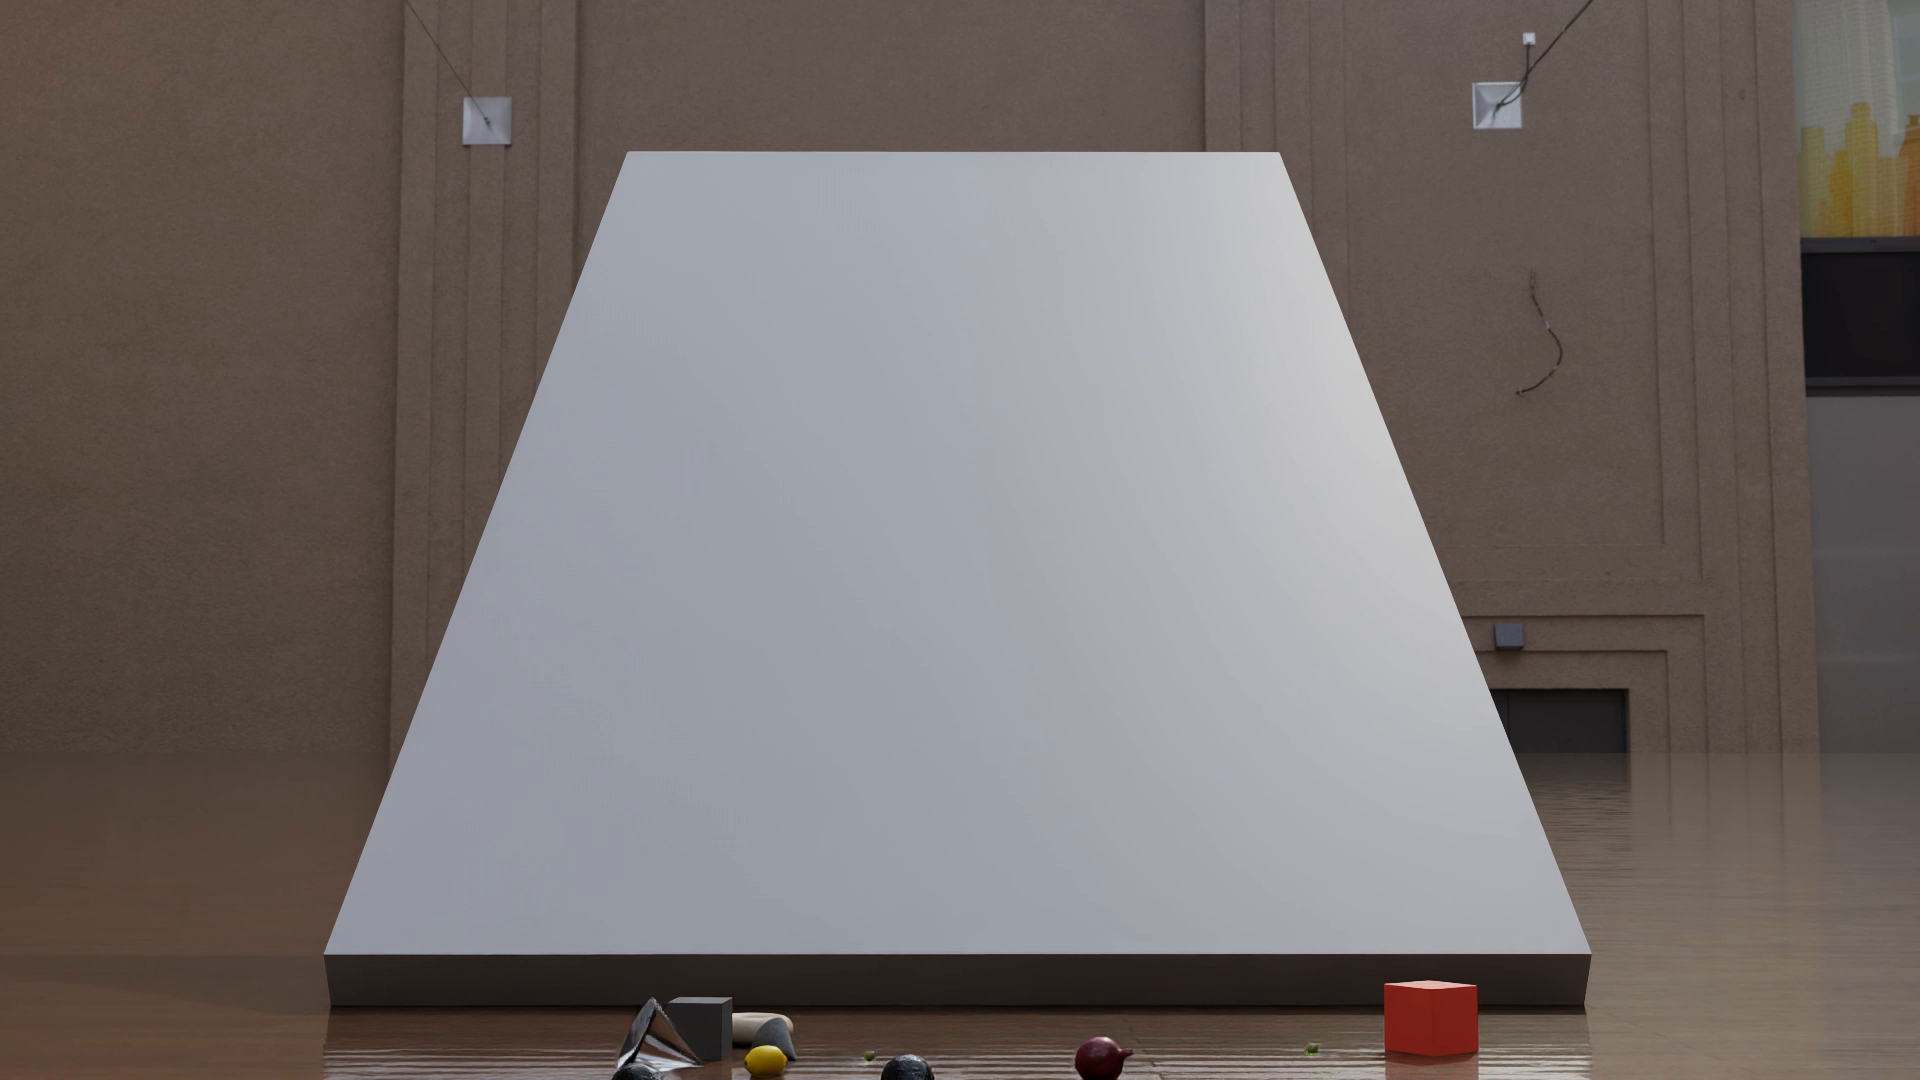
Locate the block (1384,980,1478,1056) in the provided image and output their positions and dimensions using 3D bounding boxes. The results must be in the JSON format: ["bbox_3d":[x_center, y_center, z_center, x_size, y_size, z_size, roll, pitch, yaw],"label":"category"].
[{"bbox_3d":[0.639,0.648,3.228,0.088,0.088,0.088,4,-6,-36],"label":"block"}]

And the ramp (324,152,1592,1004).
[{"bbox_3d":[-0.011,-0.225,5.548,2.000,0.100,4.000,0,27,0],"label":"ramp"}]

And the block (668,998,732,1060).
[{"bbox_3d":[-0.346,0.650,3.169,0.073,0.073,0.073,0,-5,5],"label":"block"}]

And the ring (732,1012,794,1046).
[{"bbox_3d":[-0.288,0.681,3.313,0.113,0.038,0.113,1,-6,0],"label":"ring"}]

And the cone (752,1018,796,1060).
[{"bbox_3d":[-0.233,0.671,3.137,0.059,0.059,0.059,31,16,39],"label":"cone"}]
